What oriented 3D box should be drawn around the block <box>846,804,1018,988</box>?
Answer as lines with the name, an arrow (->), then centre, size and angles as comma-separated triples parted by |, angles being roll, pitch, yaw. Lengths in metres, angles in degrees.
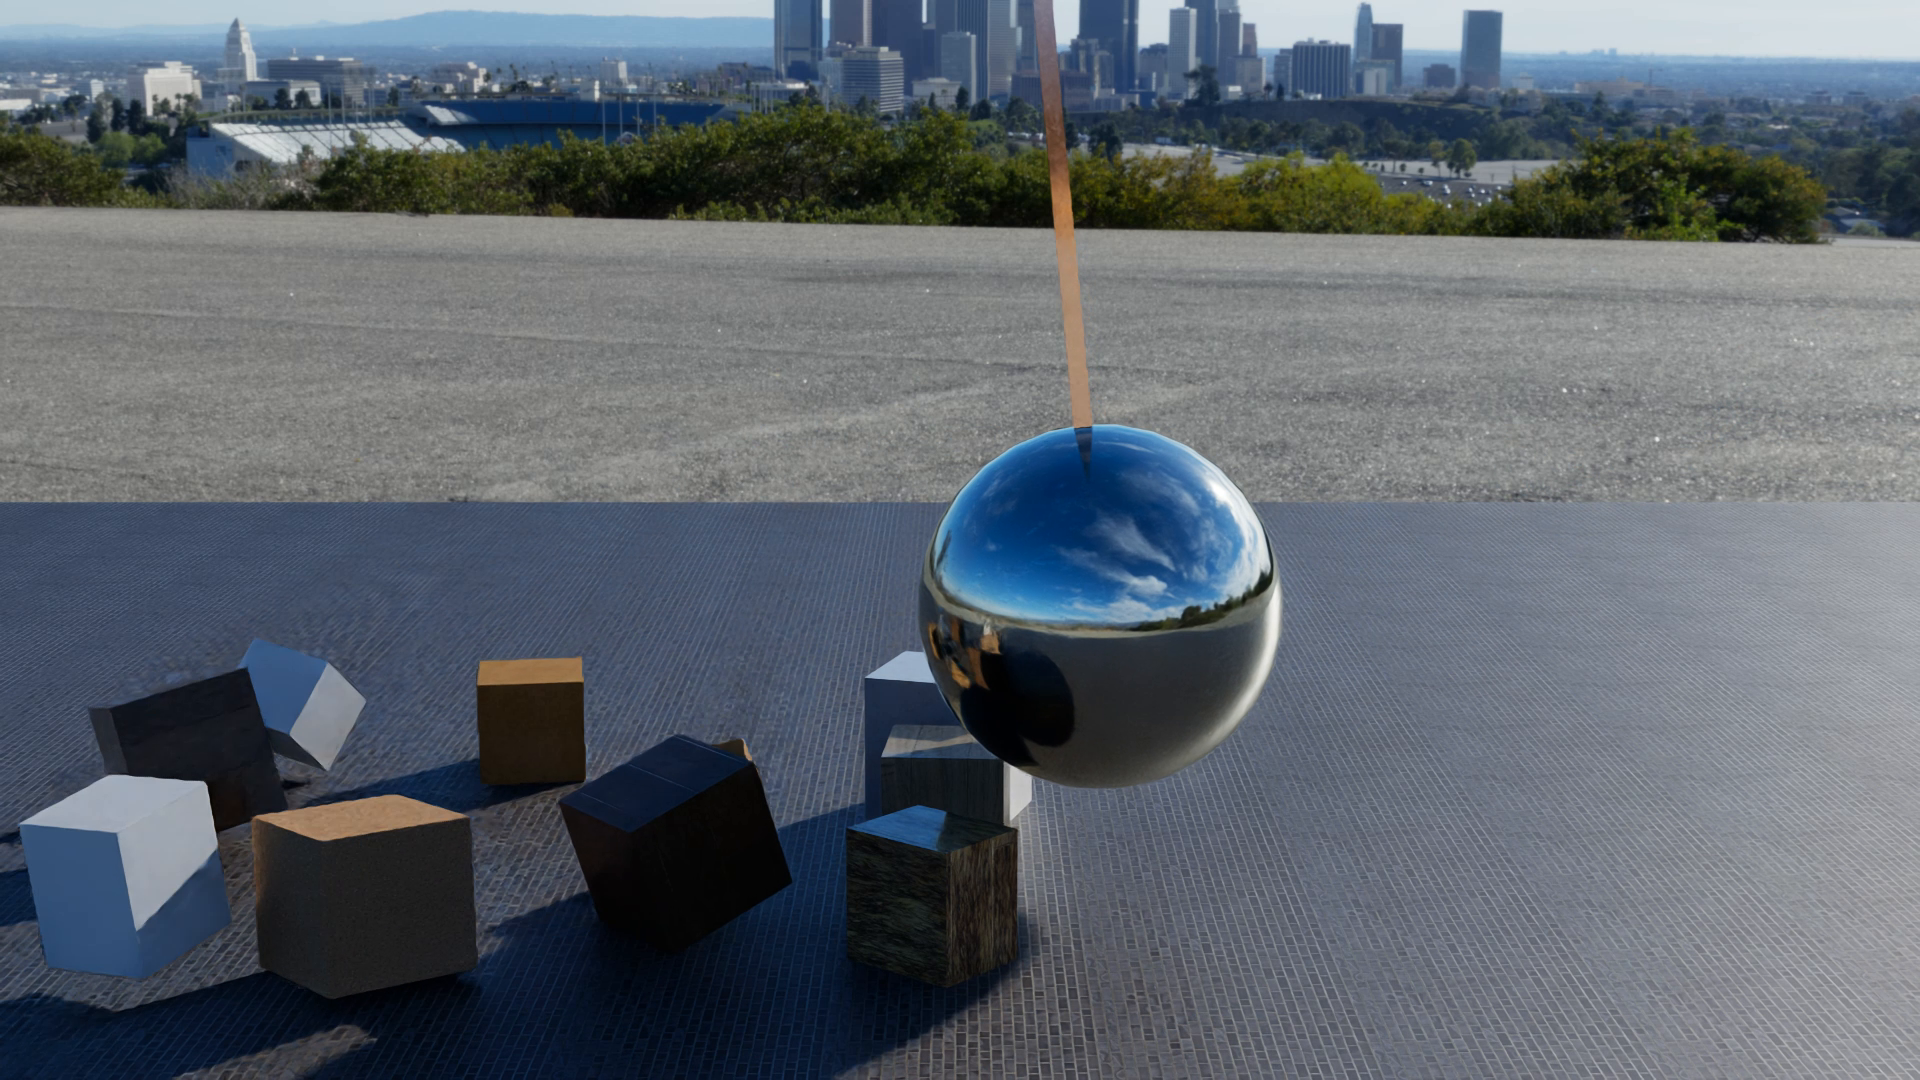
block -> -0.112, 1.416, 10.257 | 0.527, 0.545, 0.433 | 9, 13, 40

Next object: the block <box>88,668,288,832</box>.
block -> -3.512, 0.990, 11.662 | 0.618, 0.666, 0.583 | -17, 5, -27

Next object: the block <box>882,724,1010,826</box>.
block -> -0.058, 1.170, 11.670 | 0.543, 0.523, 0.574 | 1, 10, 4

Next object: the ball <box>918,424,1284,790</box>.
ball -> 0.613, 0.290, 11.233 | 1.600, 1.600, 1.600 | 0, 10, 0

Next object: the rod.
rod -> 0.266, -3.038, 10.628 | 0.080, 5.200, 0.080 | -6, 10, 1

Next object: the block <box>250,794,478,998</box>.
block -> -2.336, 1.380, 10.054 | 0.617, 0.603, 0.658 | -6, 7, -37

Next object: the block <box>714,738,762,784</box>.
block -> -1.041, 1.145, 11.388 | 0.283, 0.340, 0.349 | -14, 52, 2

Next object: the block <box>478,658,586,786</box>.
block -> -2.181, 0.918, 13.083 | 0.520, 0.512, 0.548 | -2, 10, -9

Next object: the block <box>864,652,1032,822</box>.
block -> -0.050, 0.961, 12.309 | 0.650, 0.705, 0.596 | 3, 11, 17

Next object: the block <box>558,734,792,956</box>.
block -> -1.177, 1.249, 10.616 | 0.617, 0.579, 0.582 | -29, 25, -31

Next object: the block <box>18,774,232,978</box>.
block -> -3.190, 1.280, 9.830 | 0.470, 0.590, 0.509 | 2, 17, 24

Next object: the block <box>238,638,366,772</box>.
block -> -3.360, 0.828, 12.895 | 0.459, 0.413, 0.457 | 16, -24, 21
